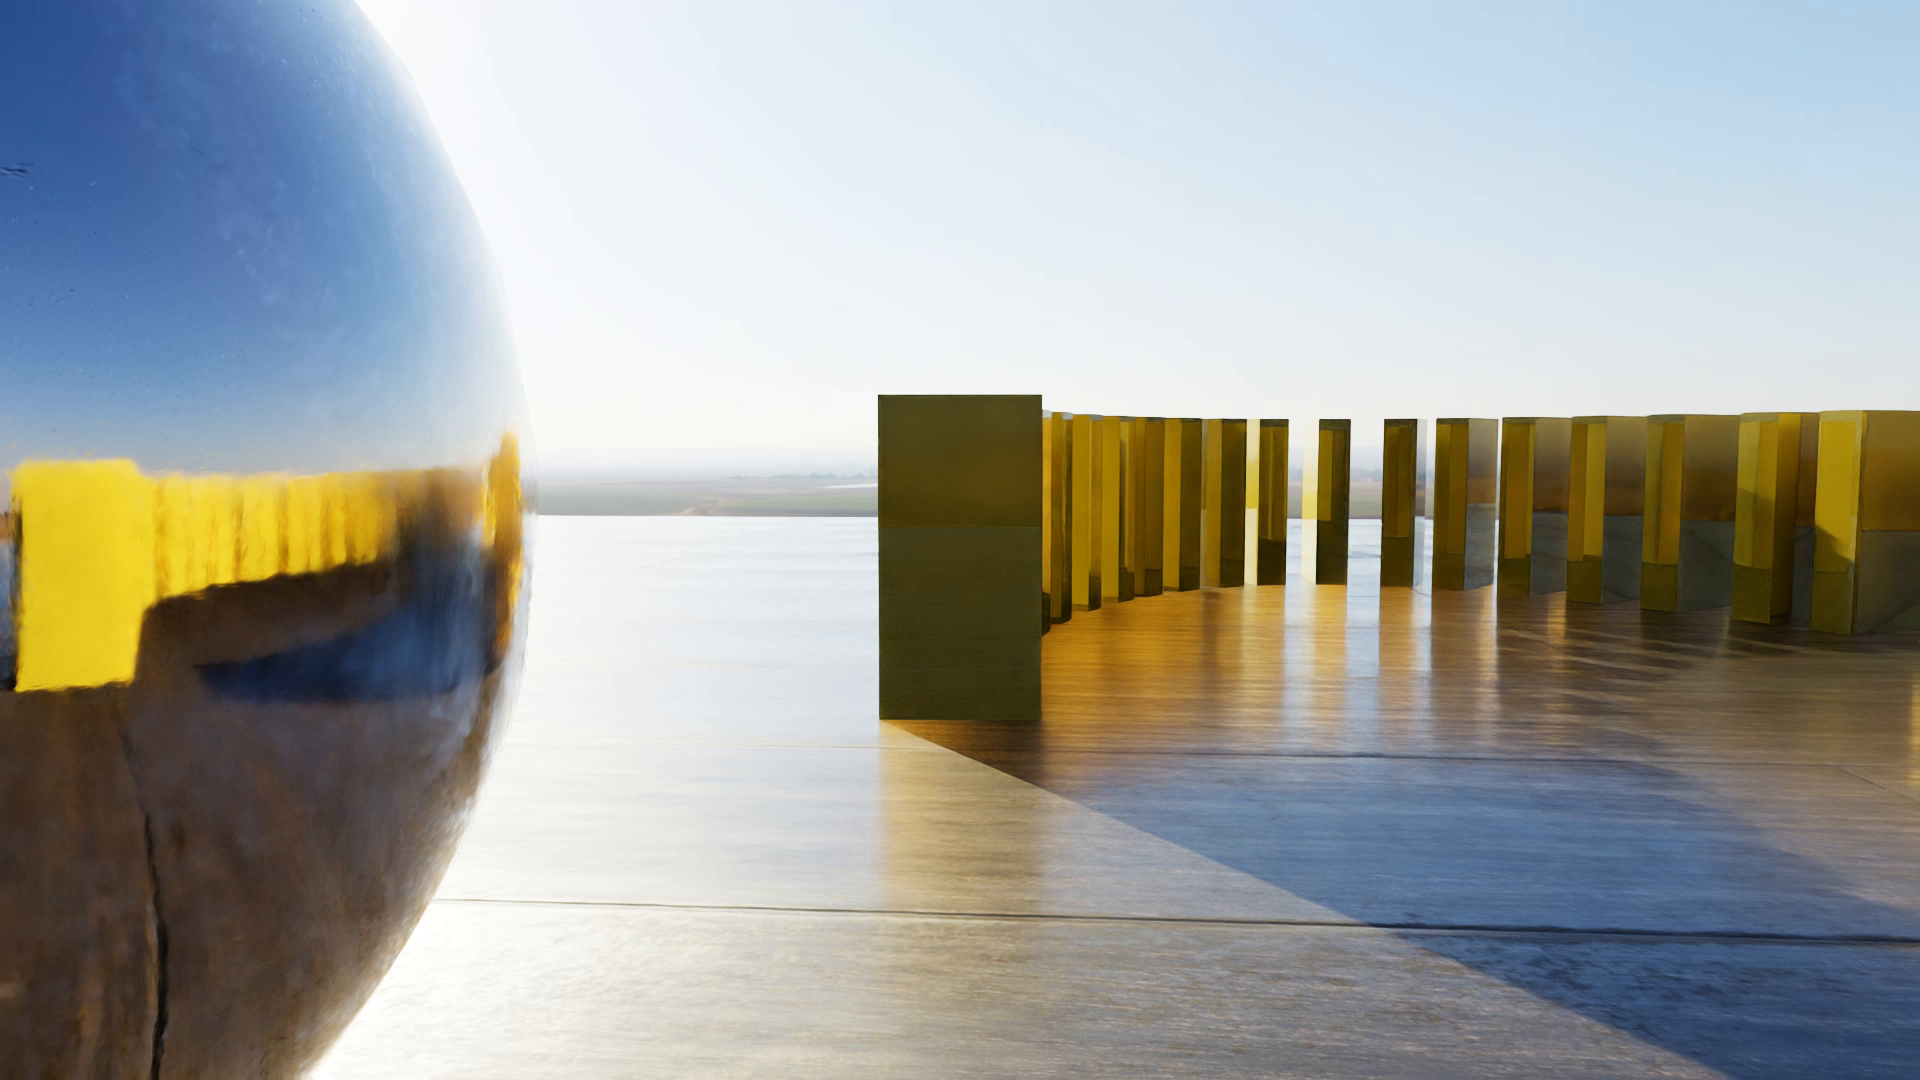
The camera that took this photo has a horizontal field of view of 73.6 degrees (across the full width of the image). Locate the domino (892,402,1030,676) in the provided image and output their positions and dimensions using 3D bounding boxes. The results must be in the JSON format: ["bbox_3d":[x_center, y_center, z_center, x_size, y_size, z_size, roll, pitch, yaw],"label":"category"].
[{"bbox_3d":[0.000,0.000,0.238,0.025,0.050,0.010,0,4,2],"label":"domino"}]

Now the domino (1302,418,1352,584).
[{"bbox_3d":[0.113,-0.012,0.398,0.010,0.050,0.025,0,4,5],"label":"domino"}]

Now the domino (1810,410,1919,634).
[{"bbox_3d":[0.209,-0.004,0.293,0.025,0.050,0.009,-2,5,-21],"label":"domino"}]

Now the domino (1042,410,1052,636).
[{"bbox_3d":[0.007,-0.004,0.289,0.025,0.050,0.010,1,4,15],"label":"domino"}]

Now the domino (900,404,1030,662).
[{"bbox_3d":[0.001,-0.002,0.254,0.025,0.050,0.010,0,4,4],"label":"domino"}]

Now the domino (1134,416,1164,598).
[{"bbox_3d":[0.045,-0.010,0.365,0.025,0.050,0.010,4,6,40],"label":"domino"}]

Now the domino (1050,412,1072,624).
[{"bbox_3d":[0.014,-0.006,0.310,0.025,0.050,0.010,2,5,20],"label":"domino"}]

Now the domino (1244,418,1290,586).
[{"bbox_3d":[0.091,-0.012,0.397,0.009,0.050,0.025,-1,4,-13],"label":"domino"}]

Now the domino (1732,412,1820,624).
[{"bbox_3d":[0.201,-0.006,0.311,0.025,0.050,0.009,-2,5,-24],"label":"domino"}]

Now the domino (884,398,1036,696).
[{"bbox_3d":[0.000,0.001,0.219,0.025,0.050,0.009,0,4,0],"label":"domino"}]

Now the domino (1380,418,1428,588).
[{"bbox_3d":[0.136,-0.012,0.392,0.010,0.050,0.025,2,5,26],"label":"domino"}]

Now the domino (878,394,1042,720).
[{"bbox_3d":[0.000,0.002,0.201,0.025,0.050,0.010,0,4,0],"label":"domino"}]

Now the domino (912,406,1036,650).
[{"bbox_3d":[0.003,-0.003,0.270,0.025,0.050,0.010,1,4,9],"label":"domino"}]

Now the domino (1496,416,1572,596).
[{"bbox_3d":[0.165,-0.010,0.367,0.025,0.050,0.010,-4,6,-41],"label":"domino"}]

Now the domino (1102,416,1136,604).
[{"bbox_3d":[0.035,-0.009,0.352,0.025,0.050,0.009,3,5,34],"label":"domino"}]

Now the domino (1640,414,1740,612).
[{"bbox_3d":[0.190,-0.007,0.333,0.025,0.050,0.010,-2,5,-30],"label":"domino"}]

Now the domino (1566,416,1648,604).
[{"bbox_3d":[0.178,-0.009,0.351,0.025,0.050,0.010,-3,5,-36],"label":"domino"}]

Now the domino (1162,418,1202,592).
[{"bbox_3d":[0.058,-0.011,0.379,0.010,0.050,0.025,-4,6,-41],"label":"domino"}]

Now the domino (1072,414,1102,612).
[{"bbox_3d":[0.023,-0.007,0.333,0.025,0.050,0.010,2,5,26],"label":"domino"}]

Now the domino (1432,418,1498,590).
[{"bbox_3d":[0.151,-0.011,0.382,0.010,0.050,0.025,4,6,41],"label":"domino"}]

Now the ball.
[{"bbox_3d":[-0.059,-0.001,0.053,0.080,0.080,0.080,0,4,0],"label":"ball"}]

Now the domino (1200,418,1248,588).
[{"bbox_3d":[0.075,-0.012,0.391,0.010,0.050,0.025,-2,5,-28],"label":"domino"}]
